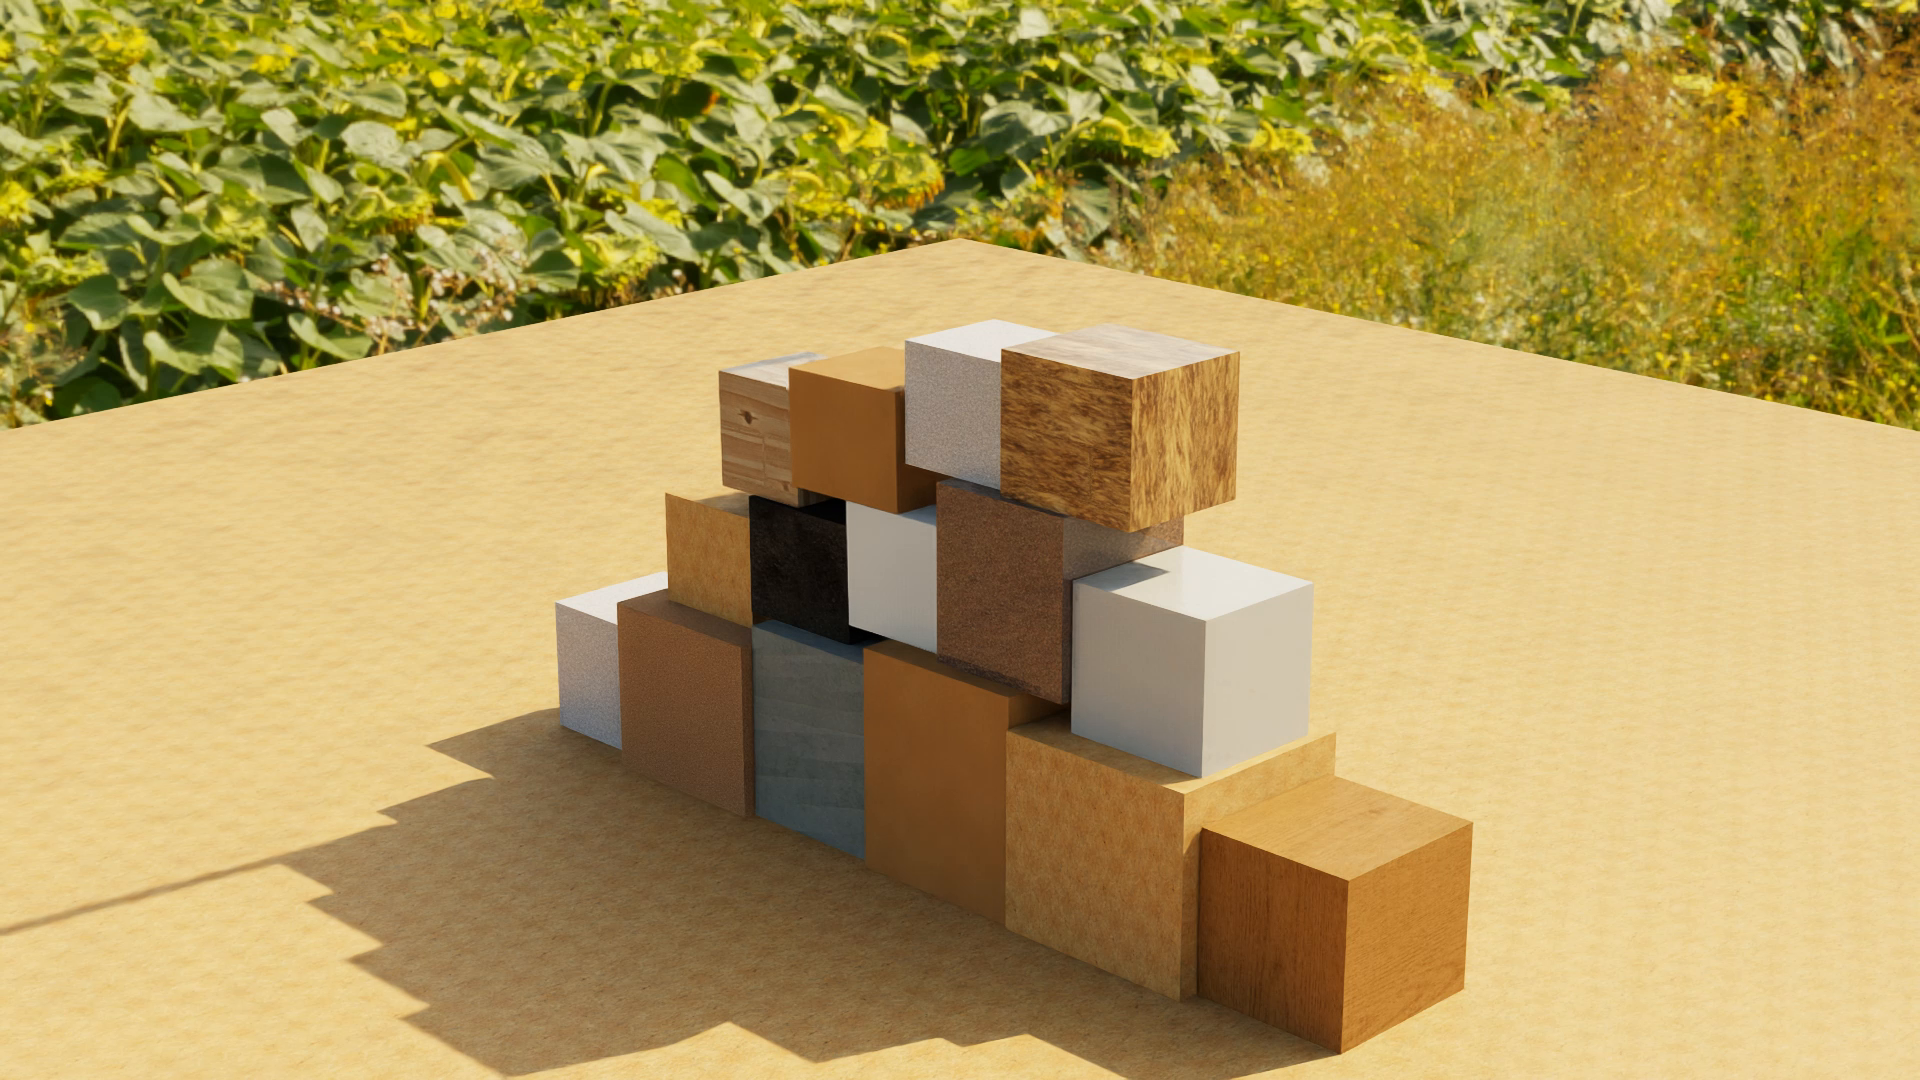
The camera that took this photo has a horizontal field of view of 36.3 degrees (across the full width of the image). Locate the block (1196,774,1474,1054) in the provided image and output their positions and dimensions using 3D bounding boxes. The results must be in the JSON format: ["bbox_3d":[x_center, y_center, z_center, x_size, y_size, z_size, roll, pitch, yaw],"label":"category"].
[{"bbox_3d":[1.556,1.535,12.194,0.834,0.760,0.760,-17,24,-42],"label":"block"}]

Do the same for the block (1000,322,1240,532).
[{"bbox_3d":[0.676,-0.491,12.466,0.679,0.652,0.744,-17,24,-42],"label":"block"}]

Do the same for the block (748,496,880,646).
[{"bbox_3d":[-0.535,0.075,13.933,0.623,0.576,0.689,-17,24,-42],"label":"block"}]

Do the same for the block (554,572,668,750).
[{"bbox_3d":[-1.591,0.635,15.197,0.719,0.676,0.676,-17,24,-42],"label":"block"}]

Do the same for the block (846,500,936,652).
[{"bbox_3d":[-0.054,0.101,13.450,0.663,0.595,0.644,-17,23,-42],"label":"block"}]

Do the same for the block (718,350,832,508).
[{"bbox_3d":[-0.754,-0.536,13.968,0.554,0.567,0.543,-17,23,-42],"label":"block"}]

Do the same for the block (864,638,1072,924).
[{"bbox_3d":[0.244,0.987,13.416,1.010,1.073,0.914,-17,24,-42],"label":"block"}]

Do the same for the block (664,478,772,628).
[{"bbox_3d":[-1.020,0.038,14.409,0.564,0.552,0.636,-17,24,-42],"label":"block"}]

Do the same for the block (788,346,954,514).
[{"bbox_3d":[-0.324,-0.516,13.499,0.594,0.564,0.708,-17,23,-42],"label":"block"}]

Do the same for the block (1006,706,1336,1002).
[{"bbox_3d":[0.909,1.266,12.759,0.996,0.933,1.012,-17,24,-42],"label":"block"}]

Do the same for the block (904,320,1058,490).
[{"bbox_3d":[0.185,-0.603,12.964,0.566,0.566,0.648,-17,24,-42],"label":"block"}]

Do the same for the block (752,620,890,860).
[{"bbox_3d":[-0.389,0.858,14.008,0.870,0.963,0.814,-17,24,-42],"label":"block"}]

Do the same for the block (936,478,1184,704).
[{"bbox_3d":[0.440,0.144,12.919,0.777,0.833,0.758,-17,24,-42],"label":"block"}]

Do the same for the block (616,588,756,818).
[{"bbox_3d":[-0.998,0.711,14.634,1.037,0.868,0.934,-17,24,-42],"label":"block"}]

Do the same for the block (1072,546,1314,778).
[{"bbox_3d":[0.986,0.504,12.482,0.702,0.688,0.736,-17,24,-42],"label":"block"}]
